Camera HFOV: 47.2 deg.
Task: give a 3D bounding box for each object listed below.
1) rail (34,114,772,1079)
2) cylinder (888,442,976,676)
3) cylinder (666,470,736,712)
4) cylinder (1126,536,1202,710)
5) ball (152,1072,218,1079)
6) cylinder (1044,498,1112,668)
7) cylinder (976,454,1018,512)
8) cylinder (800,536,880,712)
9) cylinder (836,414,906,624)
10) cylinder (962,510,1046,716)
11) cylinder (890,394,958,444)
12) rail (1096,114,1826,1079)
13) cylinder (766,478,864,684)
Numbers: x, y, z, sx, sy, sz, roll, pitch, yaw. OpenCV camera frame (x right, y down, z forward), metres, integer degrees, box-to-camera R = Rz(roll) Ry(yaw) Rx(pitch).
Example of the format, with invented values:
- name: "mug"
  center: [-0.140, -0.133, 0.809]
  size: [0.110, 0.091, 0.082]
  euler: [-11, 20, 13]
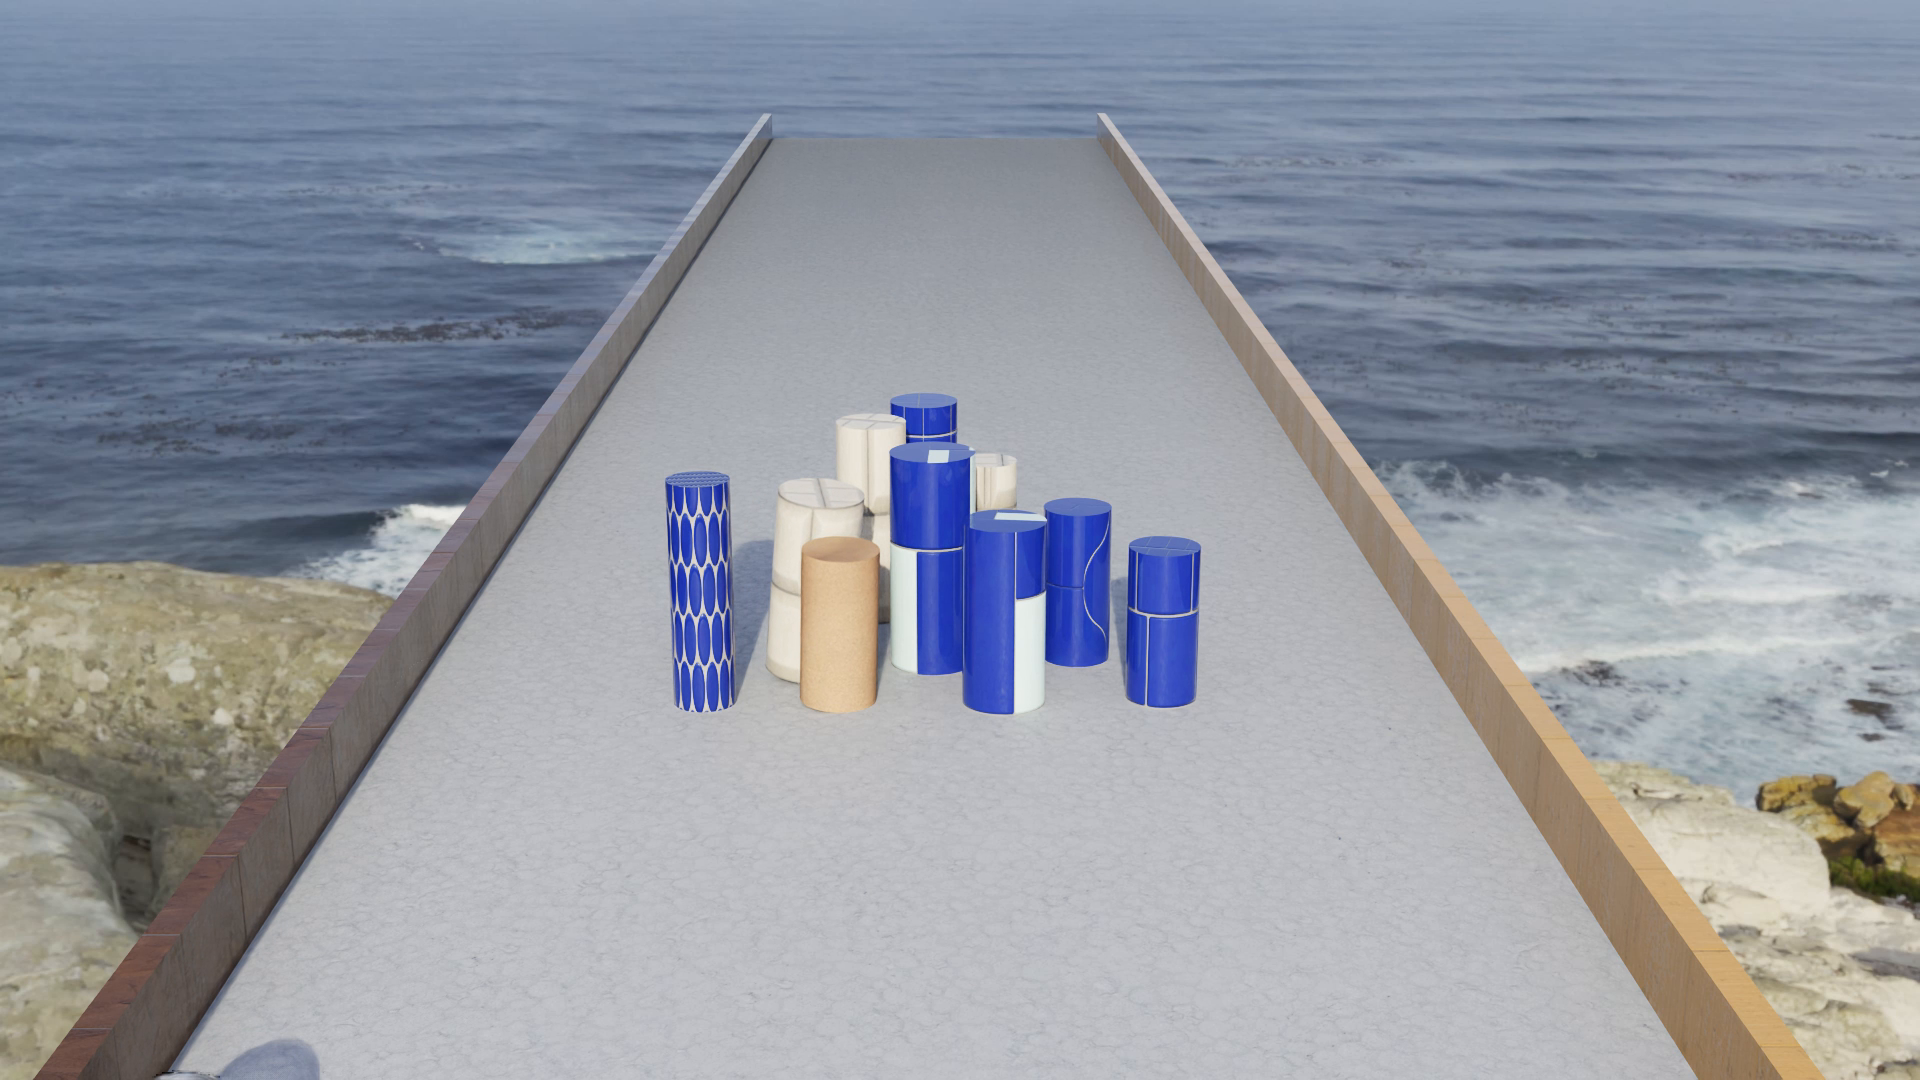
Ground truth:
- name: "rail"
  center: [-1.118, -0.838, 7.780]
  size: [0.050, 0.150, 12.000]
  euler: [0, 17, -1]
- name: "cylinder"
  center: [-0.054, 0.035, 4.350]
  size: [0.169, 0.432, 0.169]
  euler: [0, 17, 0]
- name: "cylinder"
  center: [-0.486, 0.097, 4.130]
  size: [0.119, 0.438, 0.119]
  euler: [0, 17, 0]
- name: "cylinder"
  center: [0.385, 0.156, 4.175]
  size: [0.136, 0.301, 0.136]
  euler: [0, 17, 0]
- name: "ball"
  center: [-0.912, 0.705, 2.573]
  size: [0.162, 0.162, 0.162]
  euler: [0, 17, 0]
- name: "cylinder"
  center: [0.233, 0.084, 4.396]
  size: [0.136, 0.313, 0.136]
  euler: [0, 17, 0]
- name: "cylinder"
  center: [0.062, 0.000, 4.622]
  size: [0.114, 0.345, 0.114]
  euler: [0, 17, 0]
- name: "cylinder"
  center: [-0.227, 0.159, 4.152]
  size: [0.147, 0.300, 0.147]
  euler: [2, 19, -1]
- name: "cylinder"
  center: [-0.186, -0.045, 4.638]
  size: [0.146, 0.421, 0.146]
  euler: [0, 17, 0]
- name: "cylinder"
  center: [0.083, 0.135, 4.145]
  size: [0.158, 0.357, 0.158]
  euler: [0, 17, 0]
- name: "cylinder"
  center: [-0.079, -0.106, 4.856]
  size: [0.147, 0.414, 0.147]
  euler: [0, 17, 0]
- name: "rail"
  center: [0.932, -0.844, 7.801]
  size: [0.050, 0.150, 12.000]
  euler: [0, 17, -1]
- name: "cylinder"
  center: [-0.284, 0.079, 4.288]
  size: [0.167, 0.366, 0.167]
  euler: [5, 20, -2]
